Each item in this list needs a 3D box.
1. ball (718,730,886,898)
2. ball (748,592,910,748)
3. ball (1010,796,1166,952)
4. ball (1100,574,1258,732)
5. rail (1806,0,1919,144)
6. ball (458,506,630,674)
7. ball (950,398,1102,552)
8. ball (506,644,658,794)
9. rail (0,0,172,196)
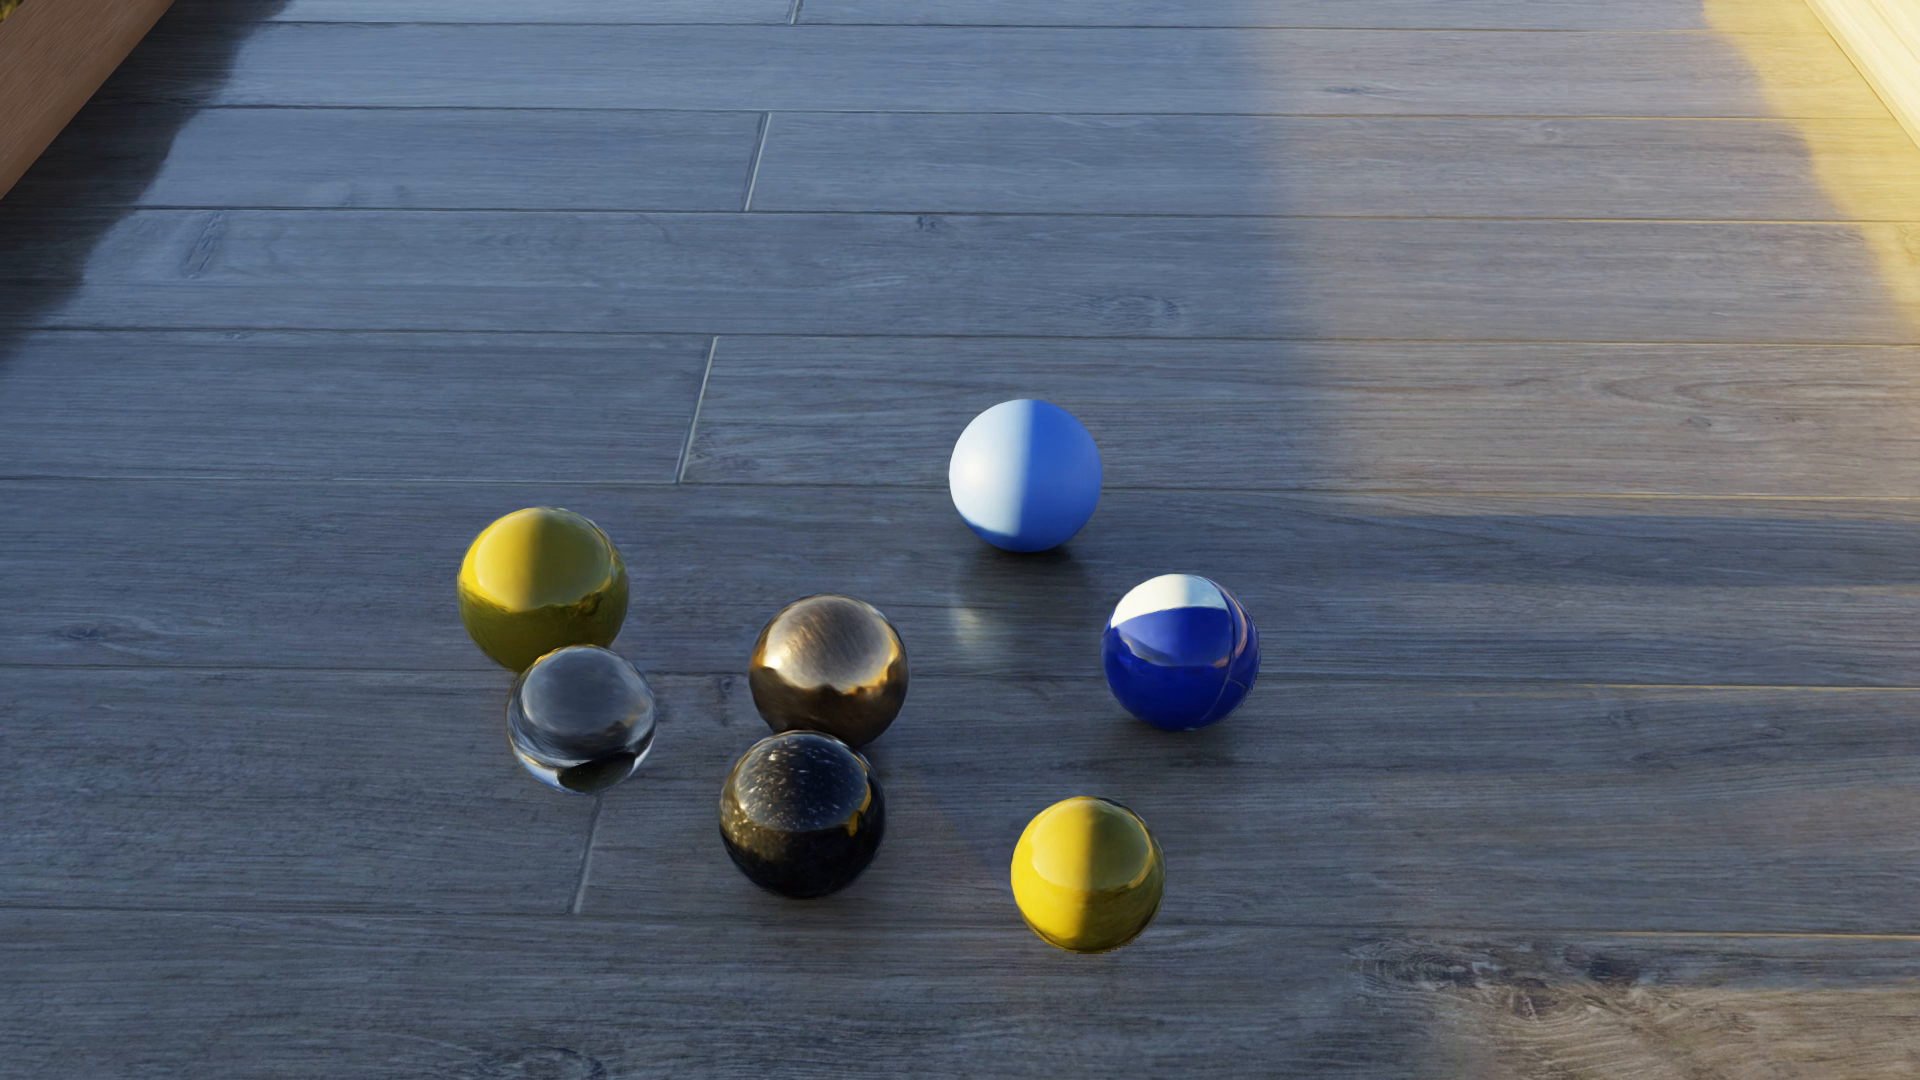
[{"bbox_3d":[-0.081,0.141,1.516,0.087,0.087,0.087,0,27,0],"label":"ball"},{"bbox_3d":[-0.073,0.074,1.641,0.090,0.090,0.090,0,27,0],"label":"ball"},{"bbox_3d":[0.064,0.167,1.475,0.078,0.078,0.078,0,27,0],"label":"ball"},{"bbox_3d":[0.124,0.063,1.663,0.089,0.089,0.089,0,27,0],"label":"ball"},{"bbox_3d":[0.804,-0.380,2.473,0.045,0.129,3.214,1,27,1],"label":"rail"},{"bbox_3d":[-0.243,0.030,1.718,0.099,0.099,0.099,0,27,0],"label":"ball"},{"bbox_3d":[0.042,-0.040,1.855,0.097,0.097,0.097,0,27,0],"label":"ball"},{"bbox_3d":[-0.206,0.098,1.605,0.082,0.082,0.082,0,27,0],"label":"ball"},{"bbox_3d":[-0.766,-0.397,2.506,0.045,0.129,3.214,1,27,1],"label":"rail"}]
